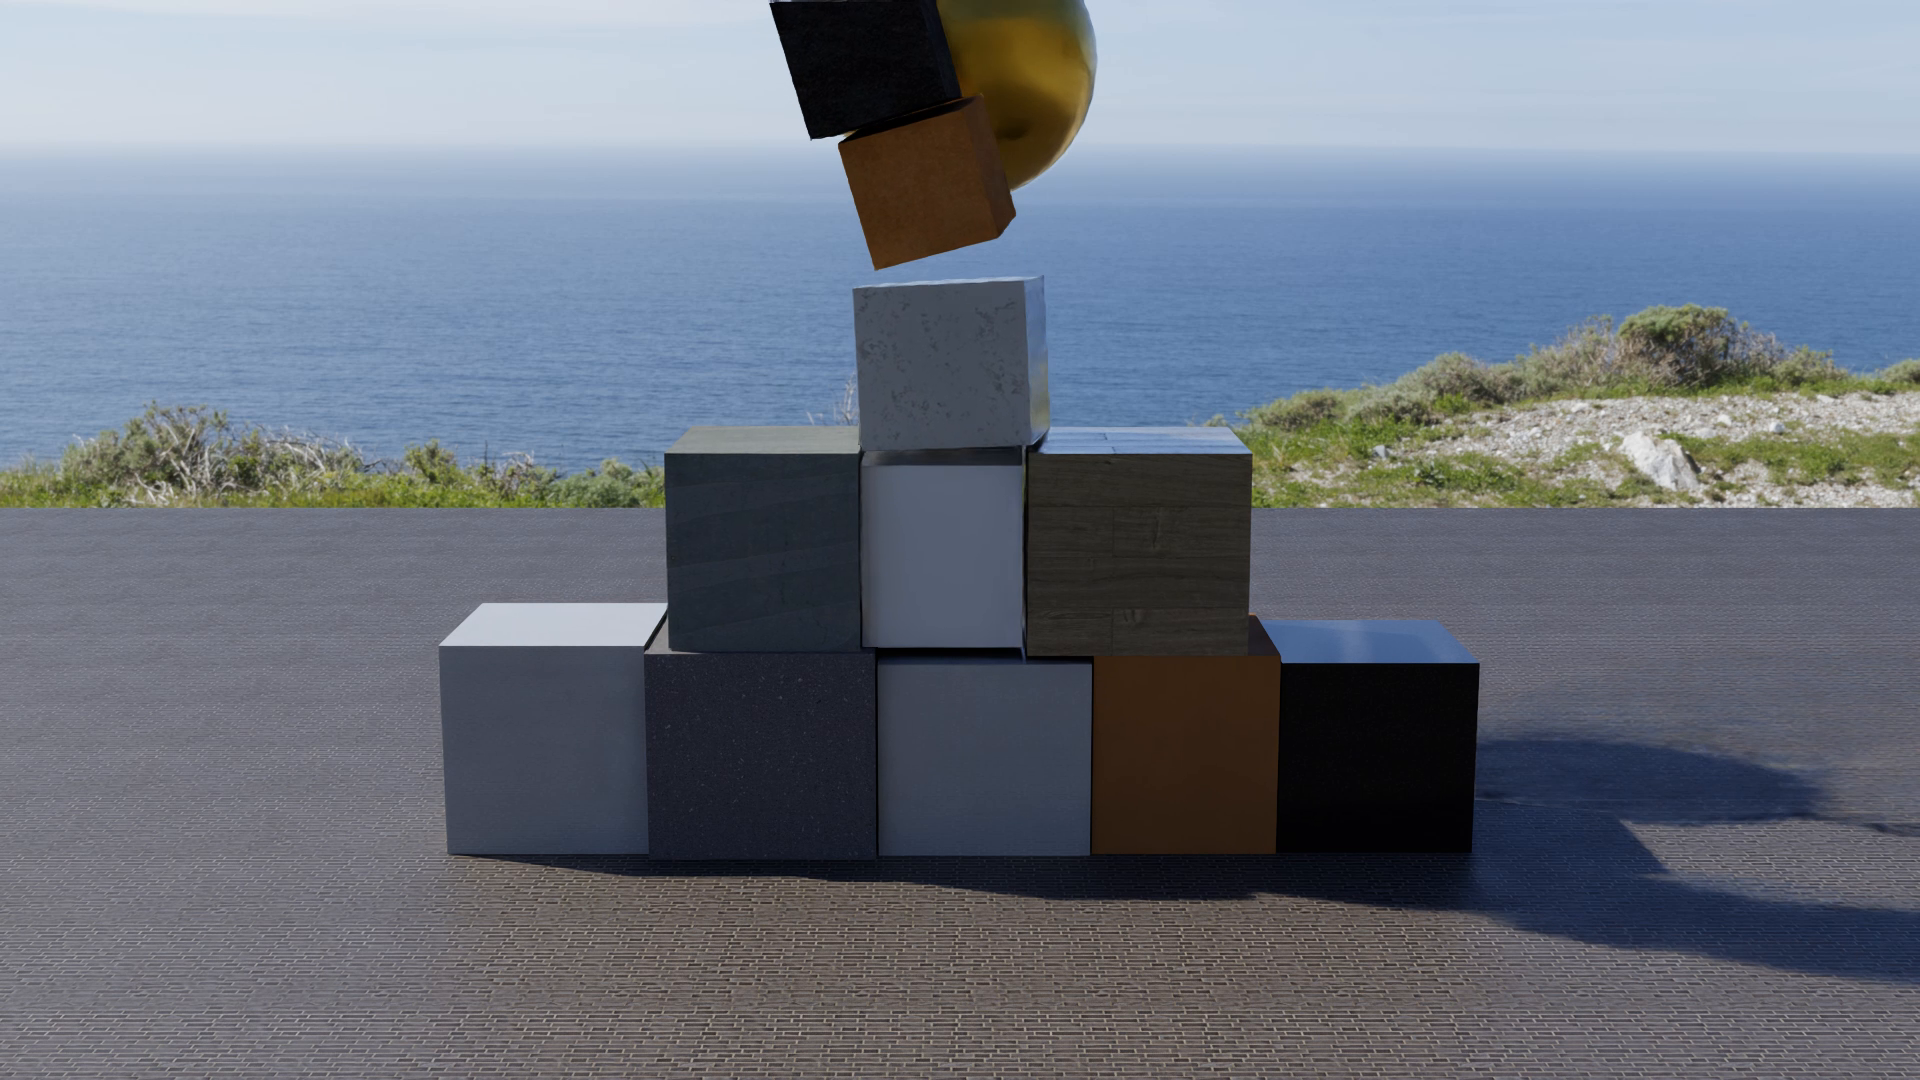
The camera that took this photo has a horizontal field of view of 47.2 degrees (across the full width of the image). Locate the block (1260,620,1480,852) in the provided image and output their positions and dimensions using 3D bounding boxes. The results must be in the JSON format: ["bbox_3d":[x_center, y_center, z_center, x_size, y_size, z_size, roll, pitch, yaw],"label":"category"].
[{"bbox_3d":[2.069,0.995,11.375,0.971,0.972,0.983,0,10,0],"label":"block"}]

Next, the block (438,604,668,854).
[{"bbox_3d":[-2.052,0.951,11.361,1.006,1.064,1.005,0,10,0],"label":"block"}]

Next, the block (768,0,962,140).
[{"bbox_3d":[-0.447,-2.390,10.639,0.679,0.713,0.734,-15,10,9],"label":"block"}]

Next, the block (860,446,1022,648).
[{"bbox_3d":[-0.081,0.005,11.148,0.788,0.905,0.849,0,11,1],"label":"block"}]

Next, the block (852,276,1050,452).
[{"bbox_3d":[-0.024,-0.897,11.019,0.836,0.791,0.857,-2,8,9],"label":"block"}]

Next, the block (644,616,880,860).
[{"bbox_3d":[-0.976,0.964,11.355,1.124,1.041,1.153,0,10,0],"label":"block"}]

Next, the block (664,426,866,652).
[{"bbox_3d":[-0.950,-0.030,11.180,0.936,0.976,1.040,0,10,1],"label":"block"}]

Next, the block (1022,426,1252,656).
[{"bbox_3d":[0.871,-0.014,11.171,1.080,1.001,0.992,0,10,0],"label":"block"}]

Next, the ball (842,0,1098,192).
[{"bbox_3d":[0.000,-2.772,12.785,1.600,1.600,1.600,0,10,0],"label":"ball"}]

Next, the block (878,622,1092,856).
[{"bbox_3d":[0.121,0.995,11.370,1.051,0.975,1.062,0,10,0],"label":"block"}]

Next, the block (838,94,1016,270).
[{"bbox_3d":[-0.150,-1.773,10.844,0.631,0.631,0.671,-13,15,13],"label":"block"}]

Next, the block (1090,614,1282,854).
[{"bbox_3d":[1.115,0.978,11.353,0.918,1.015,0.982,0,10,0],"label":"block"}]
